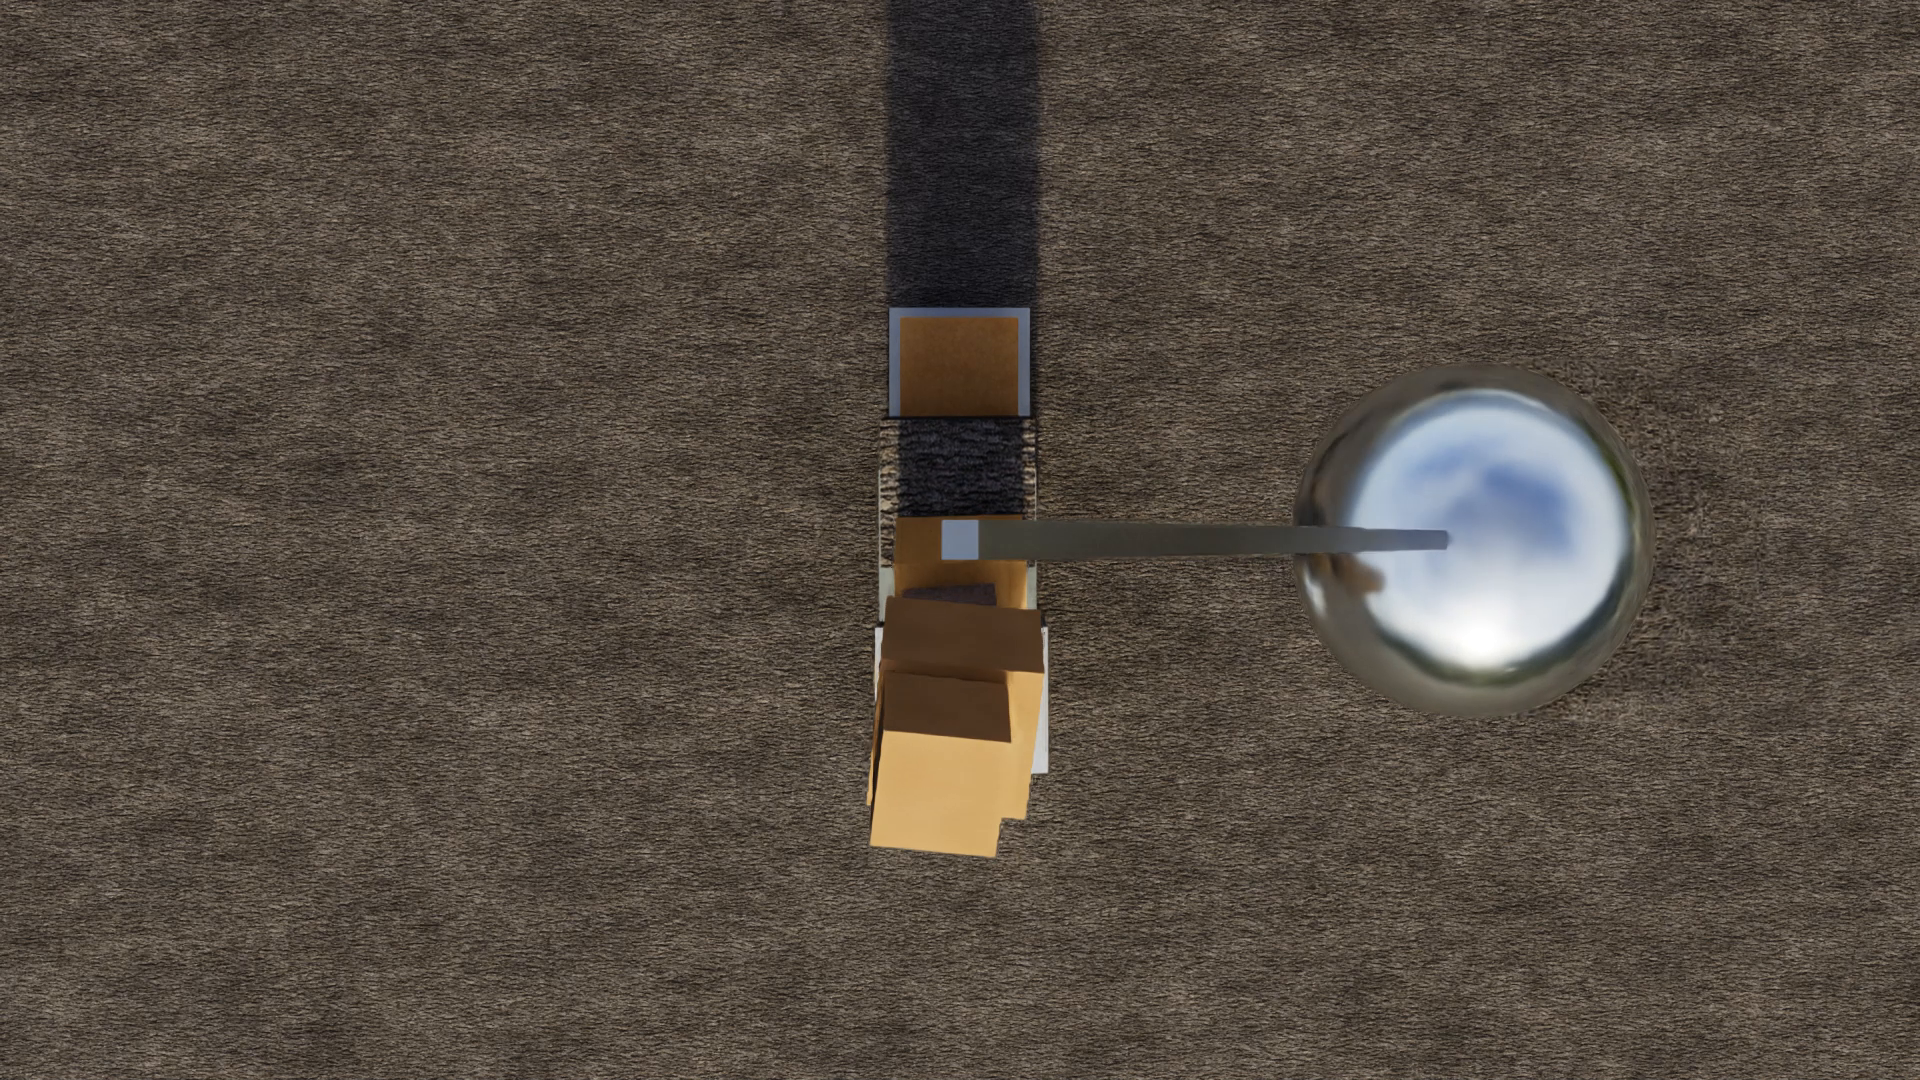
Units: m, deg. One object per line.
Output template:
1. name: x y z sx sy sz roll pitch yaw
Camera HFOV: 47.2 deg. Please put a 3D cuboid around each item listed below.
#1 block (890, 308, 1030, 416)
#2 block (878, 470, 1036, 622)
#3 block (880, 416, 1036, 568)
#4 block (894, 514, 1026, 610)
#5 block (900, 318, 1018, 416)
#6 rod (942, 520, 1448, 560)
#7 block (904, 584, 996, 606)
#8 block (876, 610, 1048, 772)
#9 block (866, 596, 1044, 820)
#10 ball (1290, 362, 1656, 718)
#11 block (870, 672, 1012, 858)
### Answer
1. block: -0.003 -0.919 12.555 0.774 0.891 0.720 0 90 0
2. block: -0.012 0.004 11.884 0.819 0.884 0.794 0 93 0
3. block: -0.012 -0.254 11.077 0.756 0.676 0.723 0 95 0
4. block: 0.004 0.232 10.449 0.607 0.566 0.518 -1 113 0
5. block: -0.004 -0.792 11.755 0.613 0.708 0.727 0 90 0
6. rod: 0.994 0.000 6.760 0.080 5.200 0.080 0 90 22
7. block: -0.034 0.514 10.009 0.420 0.451 0.462 -4 114 2
8. block: 0.009 0.809 11.930 0.899 0.874 0.770 0 94 0
9. block: -0.022 0.720 9.523 0.680 0.603 0.703 6 114 -2
10. ball: 2.295 0.000 9.902 1.600 1.600 1.600 0 90 0
11. block: -0.083 0.914 8.994 0.509 0.508 0.527 6 113 -3
